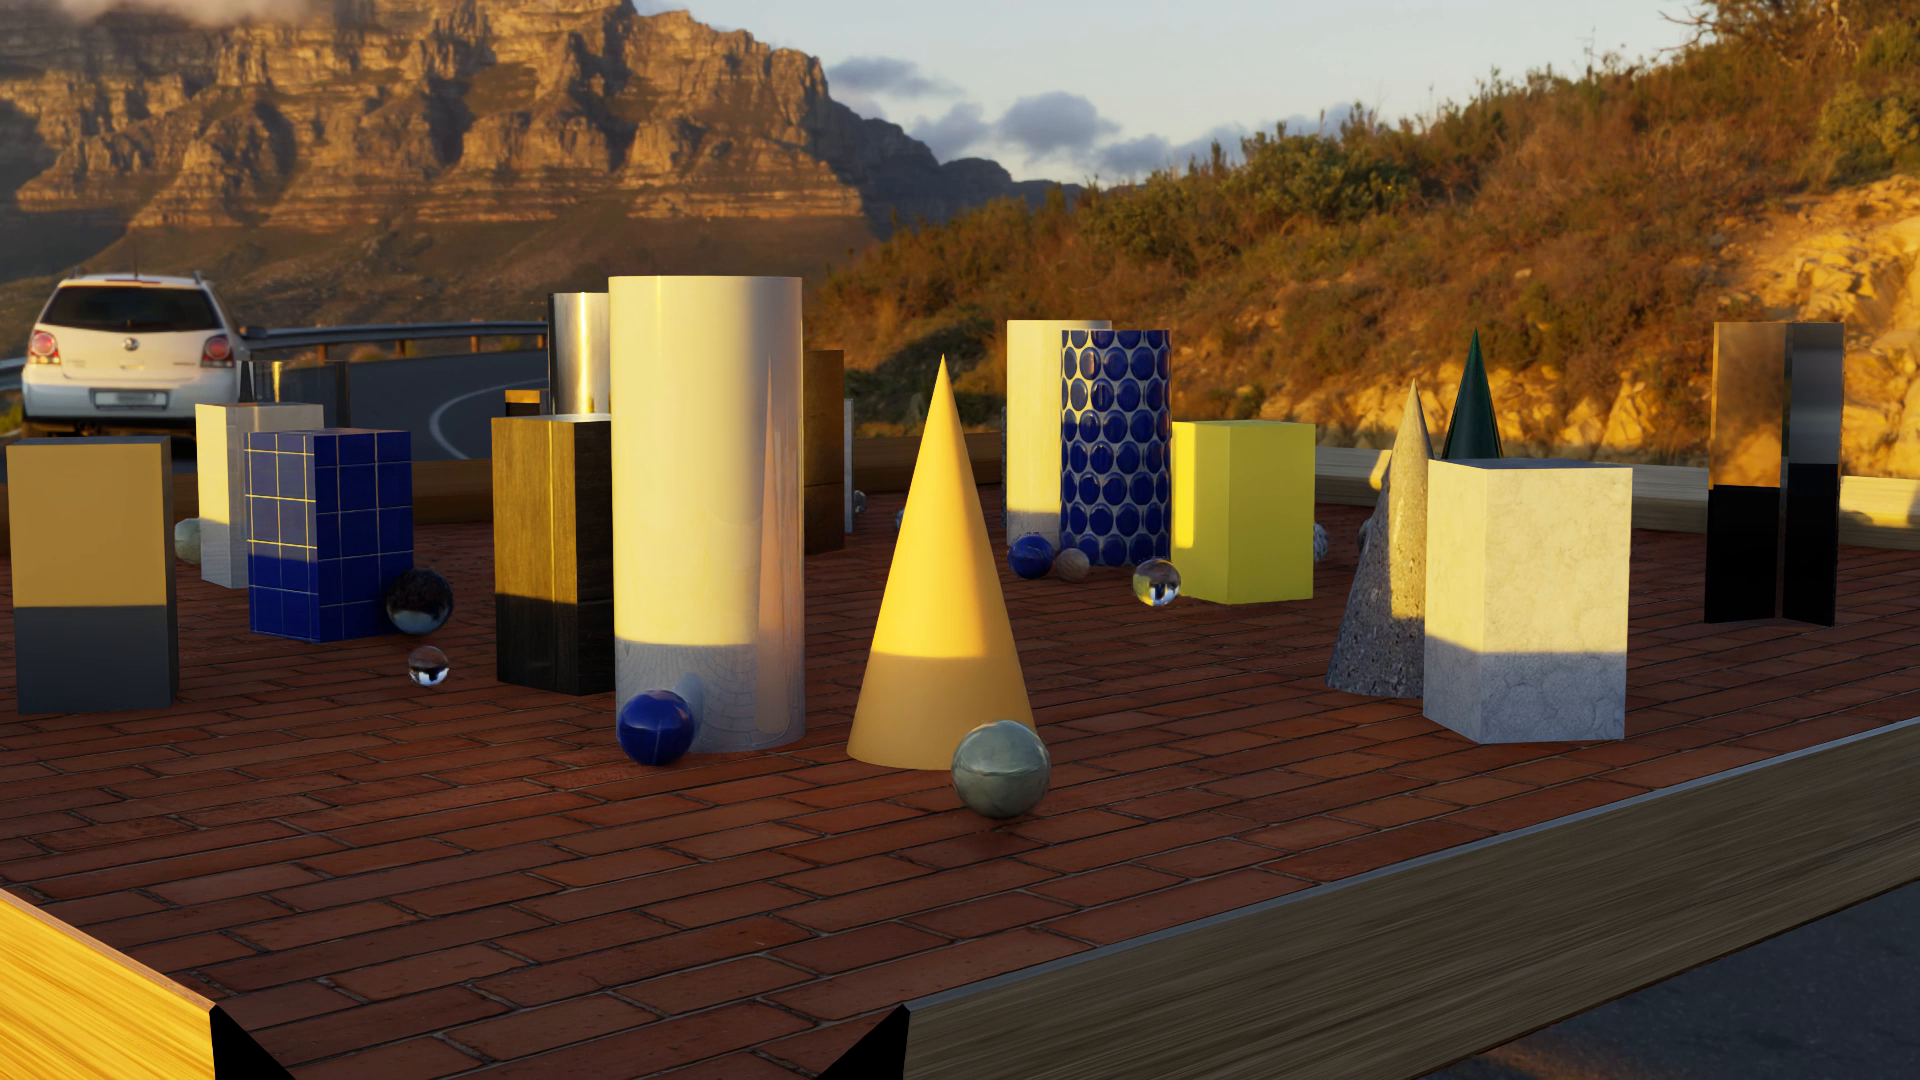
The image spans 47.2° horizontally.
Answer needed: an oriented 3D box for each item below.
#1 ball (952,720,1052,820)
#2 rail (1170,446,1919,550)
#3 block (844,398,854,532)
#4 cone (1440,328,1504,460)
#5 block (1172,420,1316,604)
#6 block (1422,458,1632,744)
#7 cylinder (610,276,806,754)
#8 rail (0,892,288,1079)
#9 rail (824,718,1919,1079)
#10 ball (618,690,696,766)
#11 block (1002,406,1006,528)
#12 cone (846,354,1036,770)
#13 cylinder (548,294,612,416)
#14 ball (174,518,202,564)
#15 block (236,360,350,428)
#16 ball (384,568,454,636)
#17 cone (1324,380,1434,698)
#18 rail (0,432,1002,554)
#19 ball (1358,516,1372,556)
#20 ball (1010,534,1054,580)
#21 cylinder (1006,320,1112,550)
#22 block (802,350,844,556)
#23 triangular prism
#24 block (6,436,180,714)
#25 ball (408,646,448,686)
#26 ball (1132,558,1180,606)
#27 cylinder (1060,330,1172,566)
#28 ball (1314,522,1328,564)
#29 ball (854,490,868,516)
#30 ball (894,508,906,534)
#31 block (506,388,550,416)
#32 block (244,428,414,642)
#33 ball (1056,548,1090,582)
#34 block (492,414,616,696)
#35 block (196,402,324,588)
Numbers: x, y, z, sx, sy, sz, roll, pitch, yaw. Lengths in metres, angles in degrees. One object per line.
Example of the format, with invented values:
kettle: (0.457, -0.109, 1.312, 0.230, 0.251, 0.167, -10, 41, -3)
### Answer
ball: (0.036, 0.202, 1.929, 0.088, 0.088, 0.088, 0, 6, 0)
rail: (1.332, -0.094, 4.555, 0.045, 0.129, 3.406, -5, 8, -42)
block: (-0.298, -0.154, 4.491, 0.159, 0.263, 0.159, 0, 6, -1)
cone: (0.834, -0.138, 3.575, 0.199, 0.421, 0.199, 0, 6, 0)
block: (0.441, -0.047, 3.434, 0.159, 0.271, 0.159, -3, 7, -27)
block: (0.602, 0.060, 2.345, 0.159, 0.283, 0.159, -1, 6, -9)
cylinder: (-0.262, -0.033, 2.294, 0.199, 0.478, 0.199, 0, 6, 0)
rail: (-1.332, 0.161, 2.109, 0.045, 0.129, 3.406, -5, 8, -42)
rail: (1.139, 0.162, 2.104, 3.673, 0.129, 0.045, -5, 8, -42)
ball: (-0.297, 0.184, 2.159, 0.075, 0.075, 0.075, 0, 6, 0)
block: (0.197, -0.151, 4.534, 0.159, 0.249, 0.159, 5, 8, 41)
cone: (-0.017, 0.013, 2.218, 0.199, 0.402, 0.199, 0, 6, 0)
cylinder: (-0.482, -0.115, 3.129, 0.199, 0.468, 0.199, 0, 6, 0)
ball: (-1.352, 0.001, 3.877, 0.082, 0.082, 0.082, 0, 6, 0)
block: (-1.176, -0.138, 3.893, 0.159, 0.357, 0.159, -3, 7, -29)
ball: (-0.744, 0.085, 3.025, 0.092, 0.092, 0.092, 0, 6, 0)
cone: (0.536, -0.010, 2.614, 0.199, 0.366, 0.199, 0, 6, 0)
rail: (-1.139, -0.094, 4.559, 3.673, 0.129, 0.045, -5, 8, -42)
ball: (0.734, 0.003, 3.783, 0.099, 0.099, 0.099, 0, 6, 0)
ball: (0.120, 0.028, 3.653, 0.075, 0.075, 0.075, 0, 6, 0)
cylinder: (0.188, -0.204, 4.184, 0.199, 0.426, 0.199, 0, 6, 0)
block: (-0.323, -0.164, 4.069, 0.159, 0.372, 0.159, 3, 7, 27)
triangular prism: (1.162, -0.098, 3.164, 0.172, 0.428, 0.149, 1, 6, 13)
block: (-0.986, 0.035, 2.512, 0.159, 0.298, 0.159, -2, 6, -16)
ball: (-0.633, 0.150, 2.619, 0.047, 0.047, 0.047, 0, 6, 0)
ball: (0.297, 0.064, 3.322, 0.073, 0.073, 0.073, 0, 6, 0)
cylinder: (0.277, -0.168, 3.922, 0.199, 0.411, 0.199, 0, 6, 0)
ball: (0.600, 0.005, 3.834, 0.083, 0.083, 0.083, 0, 6, 0)
ball: (-0.229, -0.079, 4.762, 0.058, 0.058, 0.058, 0, 6, 0)
ball: (-0.099, -0.035, 4.327, 0.061, 0.061, 0.061, 0, 6, 0)
block: (-0.697, -0.117, 3.940, 0.159, 0.305, 0.159, 4, 7, 31)
block: (-0.874, -0.011, 3.053, 0.159, 0.278, 0.159, 5, 8, 38)
ball: (0.185, 0.042, 3.611, 0.057, 0.057, 0.057, 0, 6, 0)
block: (-0.446, 0.012, 2.640, 0.159, 0.318, 0.159, 5, 8, 42)
block: (-1.152, -0.078, 3.629, 0.159, 0.291, 0.159, -4, 7, -35)
